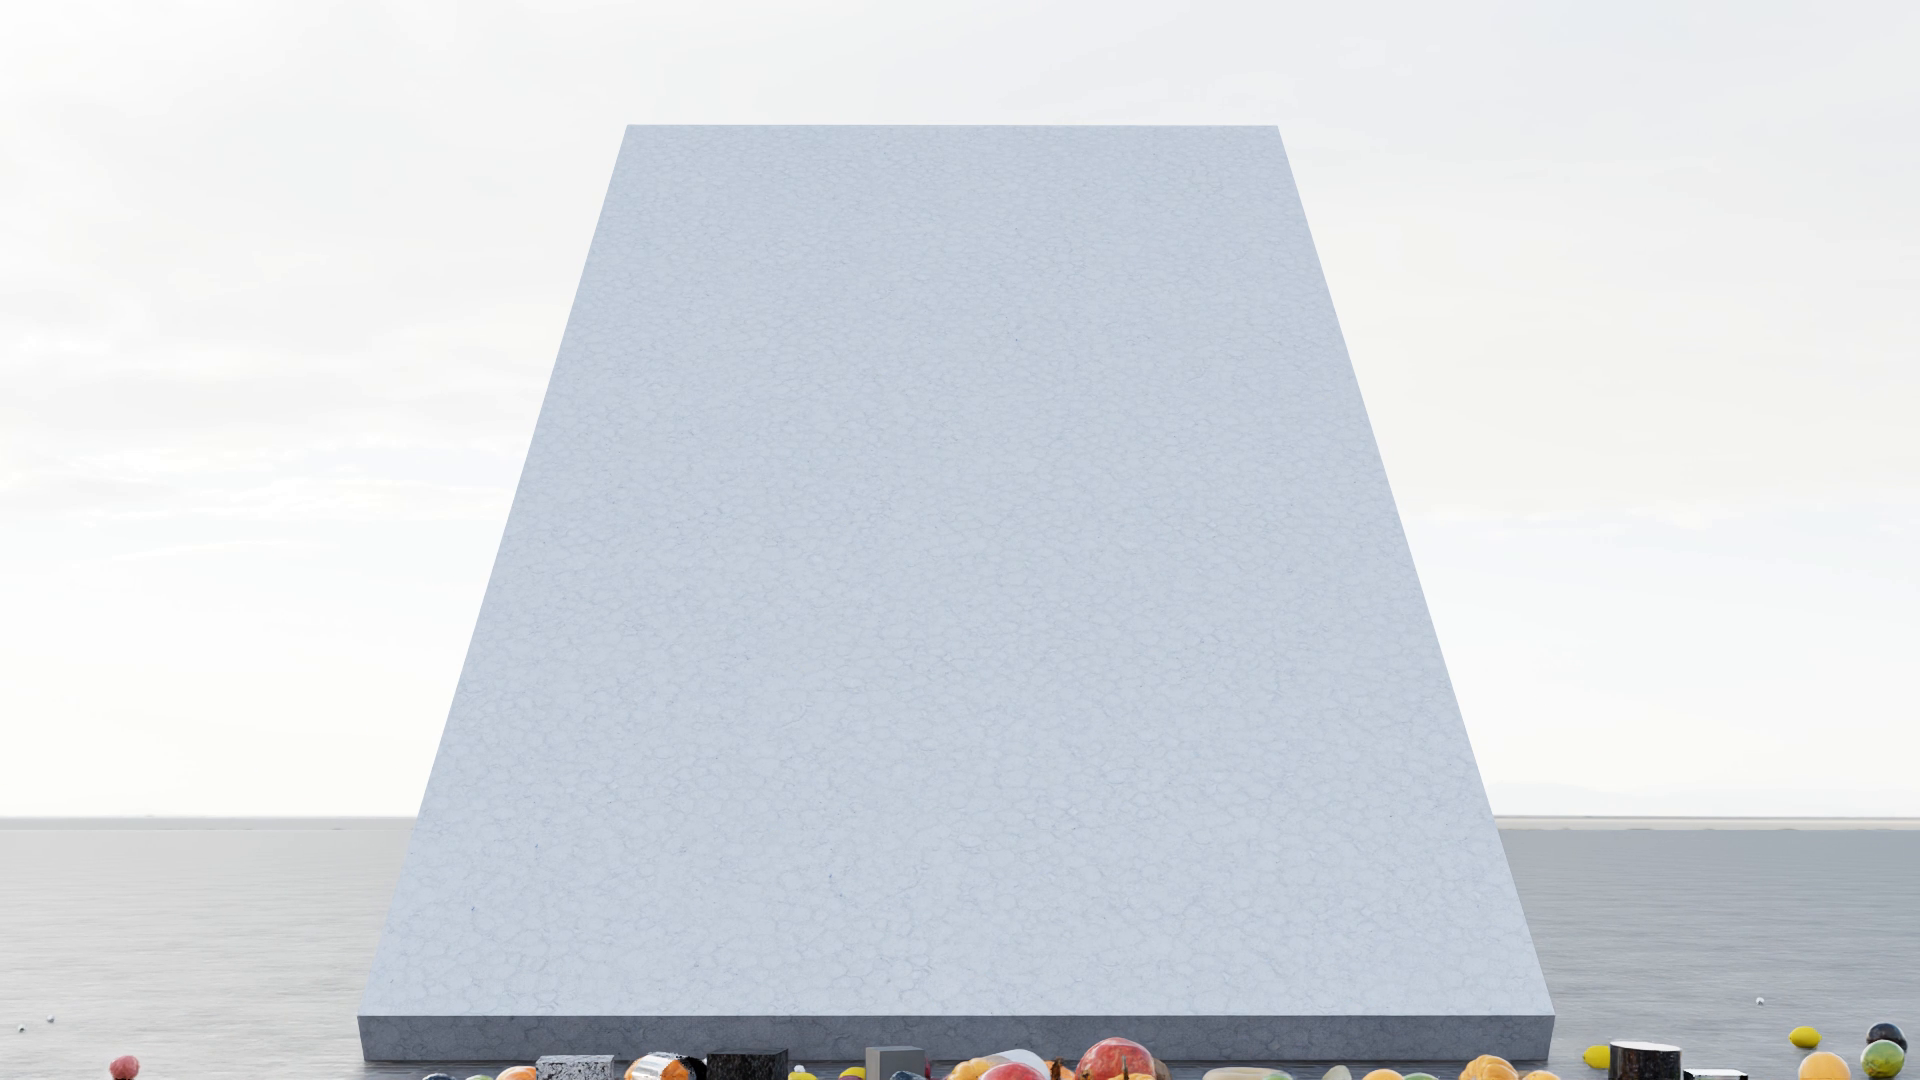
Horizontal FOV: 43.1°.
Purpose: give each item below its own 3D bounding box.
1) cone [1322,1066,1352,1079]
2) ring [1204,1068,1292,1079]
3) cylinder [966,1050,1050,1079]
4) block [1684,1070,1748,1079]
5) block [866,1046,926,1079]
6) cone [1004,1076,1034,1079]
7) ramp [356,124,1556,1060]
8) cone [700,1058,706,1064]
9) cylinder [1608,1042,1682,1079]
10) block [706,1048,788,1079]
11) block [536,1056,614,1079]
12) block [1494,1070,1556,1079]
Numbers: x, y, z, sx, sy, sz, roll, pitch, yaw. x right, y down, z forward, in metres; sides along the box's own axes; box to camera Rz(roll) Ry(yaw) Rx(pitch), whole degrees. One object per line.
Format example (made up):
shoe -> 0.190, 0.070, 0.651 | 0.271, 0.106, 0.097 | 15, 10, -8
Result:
cone -> 0.551, 0.789, 3.456 | 0.061, 0.061, 0.061 | 5, 18, -39
ring -> 0.414, 0.784, 3.493 | 0.135, 0.045, 0.135 | 1, -7, 0
cylinder -> 0.065, 0.736, 3.277 | 0.091, 0.091, 0.091 | -3, -7, 23
block -> 1.003, 0.741, 3.228 | 0.069, 0.069, 0.069 | -1, -7, 4
block -> -0.095, 0.779, 3.561 | 0.070, 0.070, 0.070 | 2, -7, -19
cone -> 0.074, 0.752, 3.177 | 0.080, 0.080, 0.080 | 1, -33, -8
ramp -> -0.014, -0.199, 5.796 | 2.000, 0.100, 4.000 | 0, 31, 0
cone -> -0.343, 0.770, 3.346 | 0.087, 0.087, 0.087 | -3, 20, 22
cylinder -> 0.929, 0.734, 3.301 | 0.094, 0.094, 0.094 | 3, -5, 0
block -> -0.285, 0.734, 3.271 | 0.092, 0.092, 0.092 | -1, -7, 7
block -> -0.498, 0.718, 3.144 | 0.094, 0.094, 0.094 | 1, -7, -5
block -> 0.771, 0.758, 3.322 | 0.058, 0.058, 0.058 | 4, -8, -33
